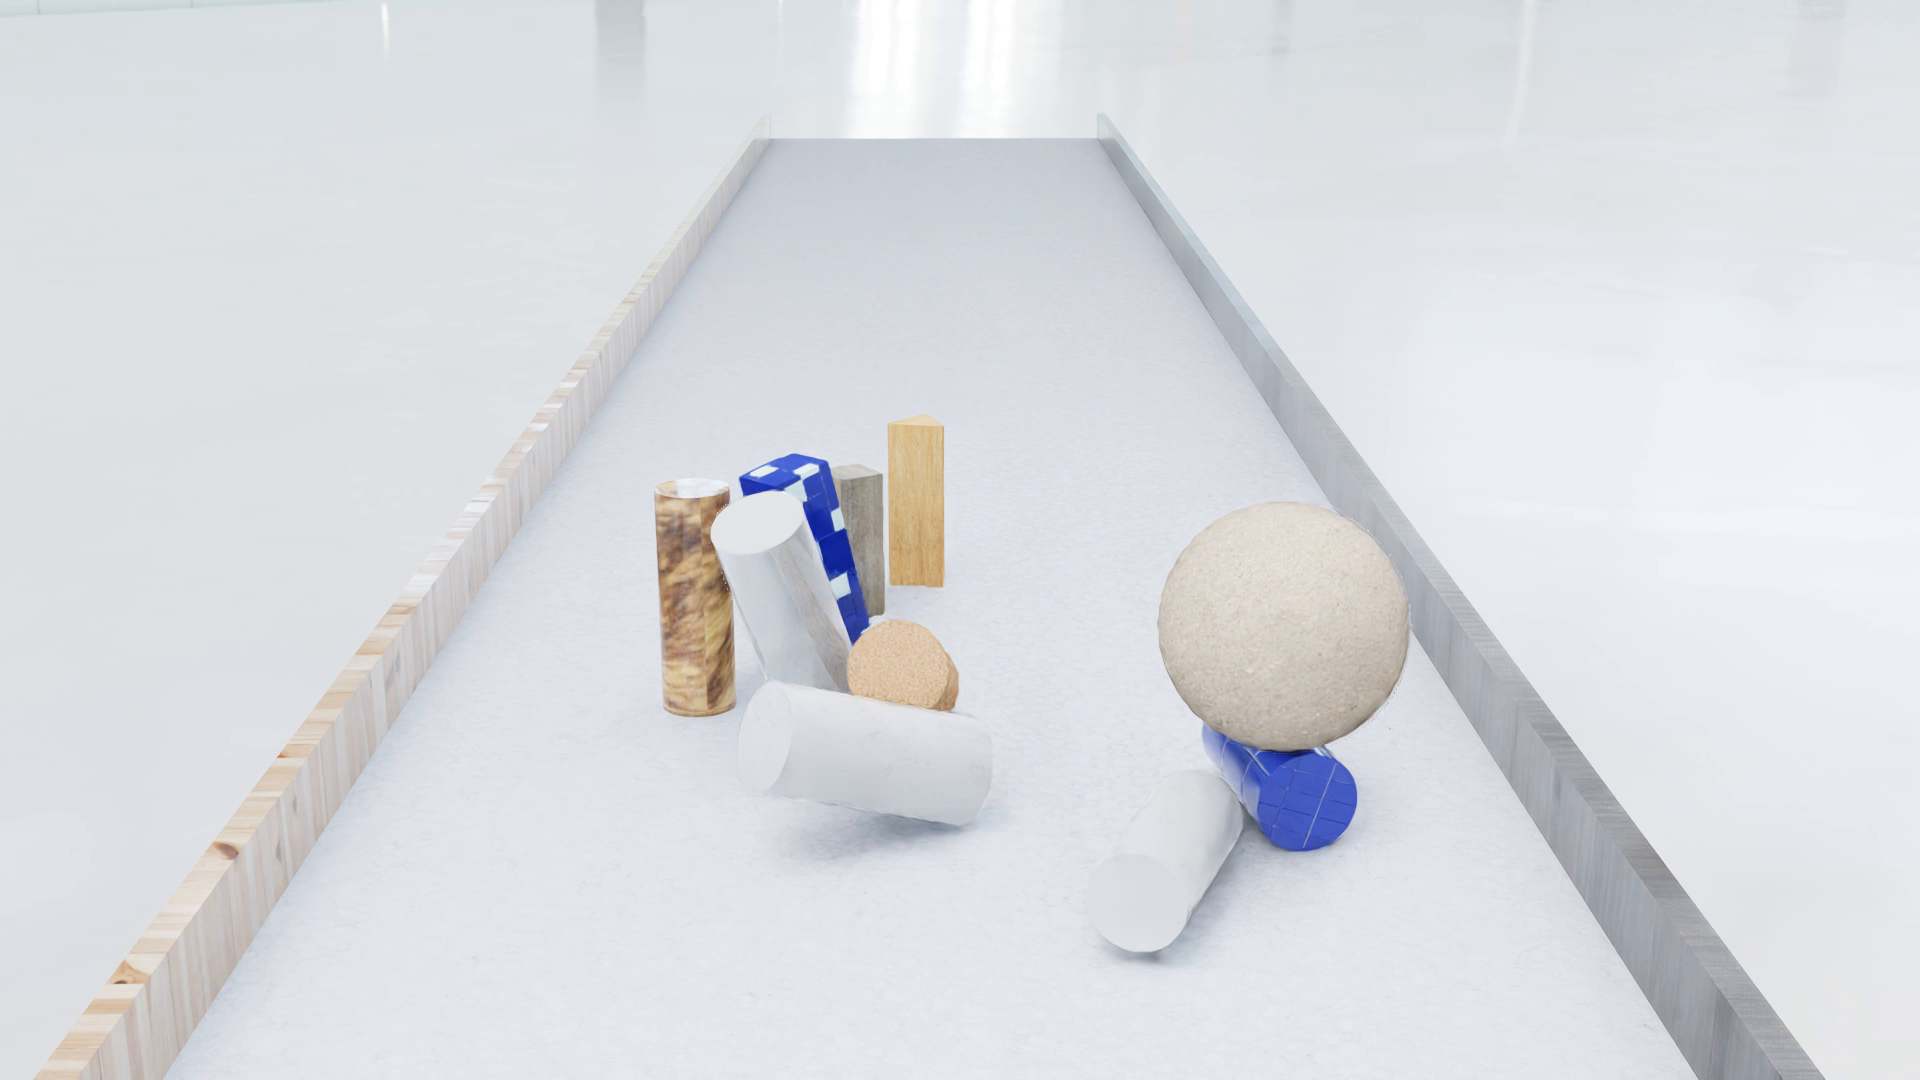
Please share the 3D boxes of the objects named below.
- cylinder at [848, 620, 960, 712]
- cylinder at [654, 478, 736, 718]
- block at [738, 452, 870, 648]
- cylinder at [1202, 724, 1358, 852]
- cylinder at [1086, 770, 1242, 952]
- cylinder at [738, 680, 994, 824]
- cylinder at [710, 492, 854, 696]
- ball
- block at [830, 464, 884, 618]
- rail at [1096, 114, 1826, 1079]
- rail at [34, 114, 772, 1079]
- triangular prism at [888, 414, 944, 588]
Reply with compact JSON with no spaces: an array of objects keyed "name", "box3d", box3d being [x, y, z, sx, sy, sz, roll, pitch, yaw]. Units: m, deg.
[{"name":"cylinder","box3d":[-0.095,0.242,3.863,0.170,0.170,0.392,1,-7,3]},{"name":"cylinder","box3d":[-0.494,0.108,4.117,0.139,0.425,0.139,0,17,0]},{"name":"block","box3d":[-0.281,0.069,4.170,0.123,0.447,0.123,-28,26,-32]},{"name":"cylinder","box3d":[0.528,0.376,3.667,0.168,0.168,0.318,-3,17,-10]},{"name":"cylinder","box3d":[0.313,0.477,3.317,0.151,0.151,0.382,6,14,18]},{"name":"cylinder","box3d":[-0.150,0.346,3.549,0.373,0.180,0.180,13,8,-30]},{"name":"cylinder","box3d":[-0.302,0.135,3.947,0.168,0.441,0.168,-10,39,8]},{"name":"ball","box3d":[0.513,0.136,3.490,0.397,0.397,0.397,0,17,0]},{"name":"block","box3d":[-0.232,0.005,4.664,0.103,0.310,0.103,-10,19,-31]},{"name":"rail","box3d":[0.932,-0.844,7.801,0.050,0.150,12.000,0,17,-1]},{"name":"rail","box3d":[-1.118,-0.838,7.780,0.050,0.150,12.000,0,17,-1]},{"name":"triangular prism","box3d":[-0.087,-0.090,4.885,0.124,0.367,0.107,3,17,11]}]
